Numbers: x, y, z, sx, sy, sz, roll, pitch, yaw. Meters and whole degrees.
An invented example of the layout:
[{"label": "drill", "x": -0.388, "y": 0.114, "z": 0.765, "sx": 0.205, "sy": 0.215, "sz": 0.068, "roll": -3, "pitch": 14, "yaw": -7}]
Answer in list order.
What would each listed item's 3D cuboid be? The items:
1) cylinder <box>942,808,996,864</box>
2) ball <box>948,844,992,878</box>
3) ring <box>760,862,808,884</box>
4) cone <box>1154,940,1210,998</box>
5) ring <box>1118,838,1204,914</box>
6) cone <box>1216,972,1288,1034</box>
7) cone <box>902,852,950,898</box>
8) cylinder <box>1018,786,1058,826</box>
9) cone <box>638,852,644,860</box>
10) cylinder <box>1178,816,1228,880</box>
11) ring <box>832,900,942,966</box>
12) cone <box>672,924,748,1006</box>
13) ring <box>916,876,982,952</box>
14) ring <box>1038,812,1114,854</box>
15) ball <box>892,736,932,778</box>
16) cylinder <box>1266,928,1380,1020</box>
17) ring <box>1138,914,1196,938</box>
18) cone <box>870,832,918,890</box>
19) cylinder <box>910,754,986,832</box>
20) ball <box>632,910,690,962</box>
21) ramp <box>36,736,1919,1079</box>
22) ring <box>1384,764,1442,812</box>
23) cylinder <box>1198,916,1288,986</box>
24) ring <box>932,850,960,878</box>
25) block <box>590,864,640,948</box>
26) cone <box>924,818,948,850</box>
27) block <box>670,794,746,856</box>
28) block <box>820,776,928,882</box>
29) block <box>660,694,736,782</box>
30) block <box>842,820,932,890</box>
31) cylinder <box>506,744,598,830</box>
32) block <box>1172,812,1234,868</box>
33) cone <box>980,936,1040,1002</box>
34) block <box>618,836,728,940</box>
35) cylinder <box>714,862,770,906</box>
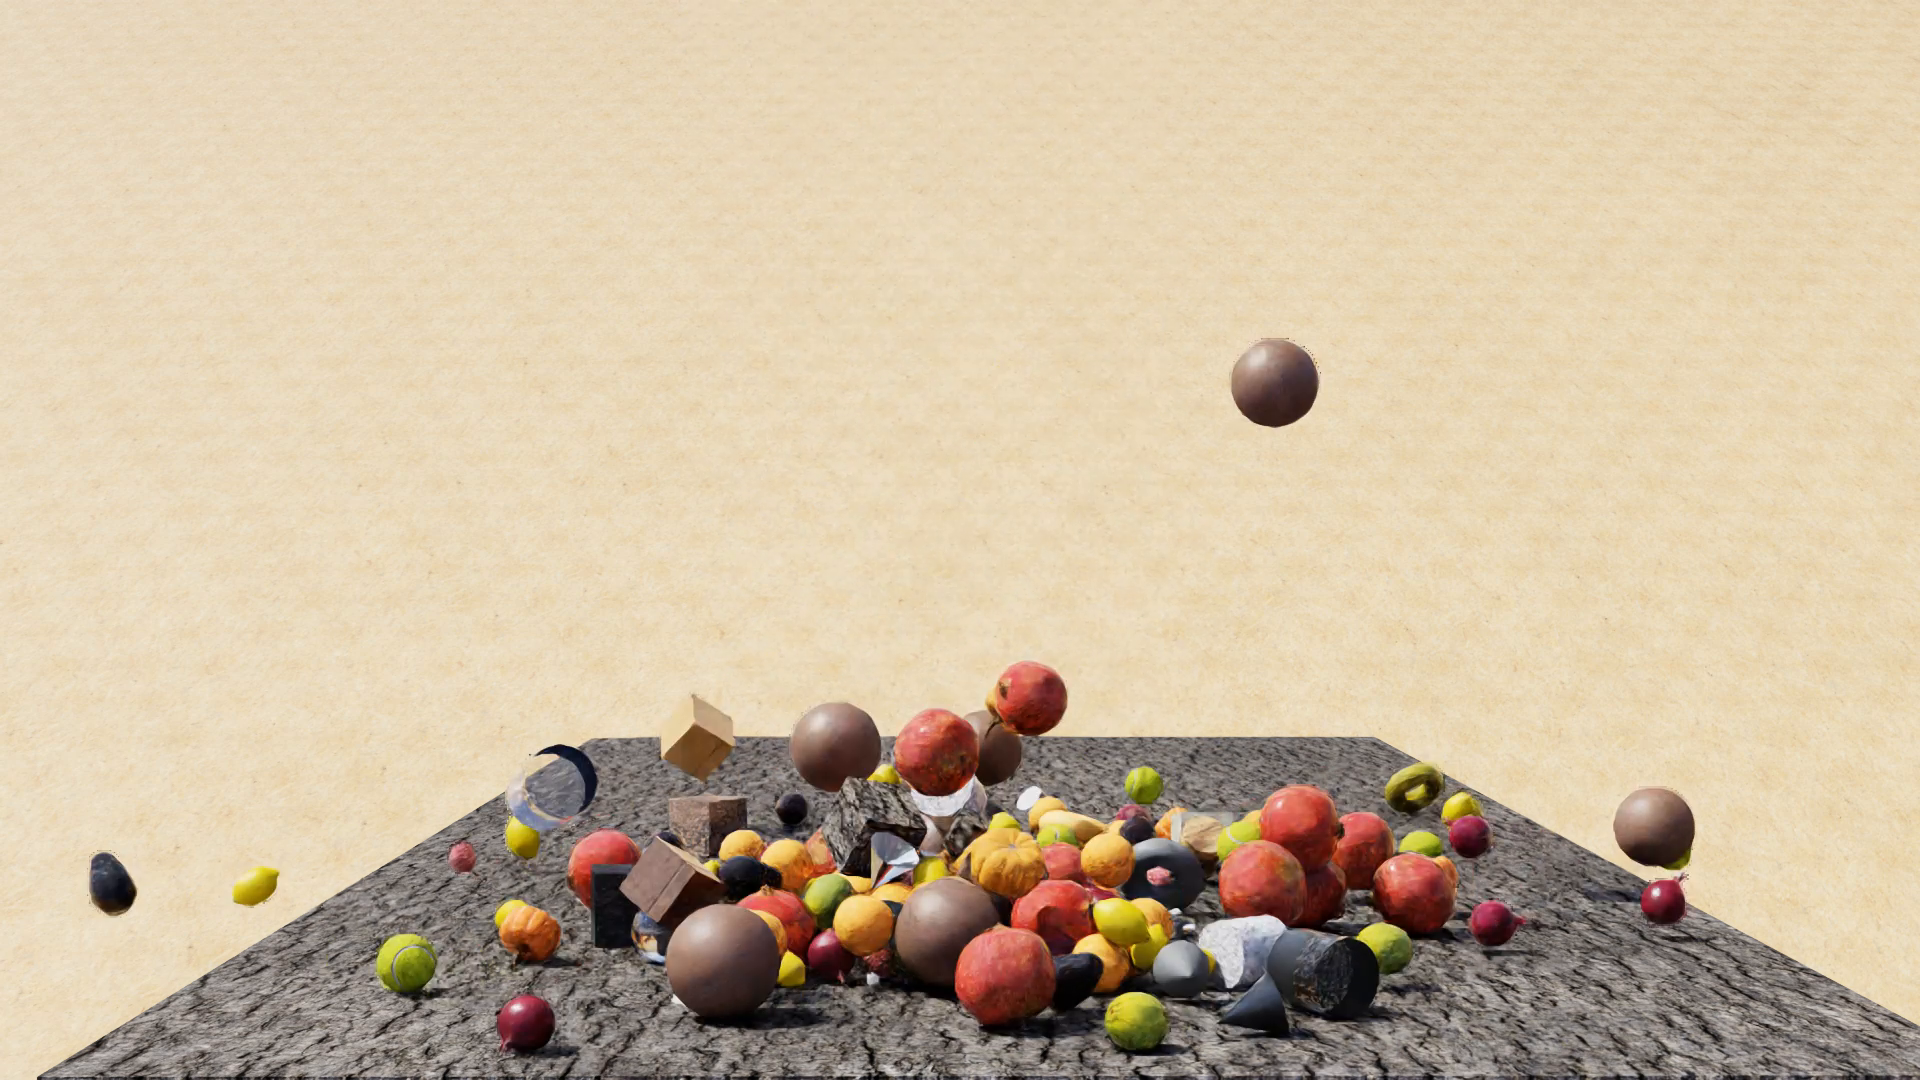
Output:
[{"label": "cylinder", "x": 0.012, "y": 0.429, "z": 3.742, "sx": 0.057, "sy": 0.057, "sz": 0.057, "roll": 27, "pitch": 12, "yaw": -6}, {"label": "ball", "x": 0.016, "y": 0.488, "z": 3.996, "sx": 0.067, "sy": 0.067, "sz": 0.067, "roll": 0, "pitch": 28, "yaw": 0}, {"label": "ring", "x": -0.274, "y": 0.517, "z": 4.007, "sx": 0.079, "sy": 0.026, "sz": 0.079, "roll": 1, "pitch": 0, "yaw": 0}, {"label": "cone", "x": 0.261, "y": 0.501, "z": 2.986, "sx": 0.067, "sy": 0.067, "sz": 0.067, "roll": -2, "pitch": -2, "yaw": -4}, {"label": "ring", "x": 0.285, "y": 0.478, "z": 3.670, "sx": 0.122, "sy": 0.122, "sz": 0.041, "roll": 4, "pitch": 28, "yaw": 7}, {"label": "cone", "x": 0.313, "y": 0.516, "z": 2.820, "sx": 0.071, "sy": 0.071, "sz": 0.071, "roll": -17, "pitch": 31, "yaw": -6}, {"label": "cone", "x": -0.063, "y": 0.513, "z": 3.849, "sx": 0.078, "sy": 0.078, "sz": 0.078, "roll": 11, "pitch": 60, "yaw": -19}, {"label": "cylinder", "x": 0.141, "y": 0.482, "z": 4.680, "sx": 0.052, "sy": 0.052, "sz": 0.052, "roll": -32, "pitch": 32, "yaw": 23}, {"label": "cone", "x": -0.448, "y": 0.511, "z": 3.784, "sx": 0.092, "sy": 0.092, "sz": 0.092, "roll": 8, "pitch": 23, "yaw": 14}, {"label": "cylinder", "x": 0.369, "y": 0.474, "z": 3.972, "sx": 0.070, "sy": 0.070, "sz": 0.070, "roll": 7, "pitch": 46, "yaw": -7}, {"label": "ring", "x": -0.090, "y": 0.489, "z": 3.210, "sx": 0.139, "sy": 0.139, "sz": 0.046, "roll": 5, "pitch": 59, "yaw": 9}, {"label": "cone", "x": -0.294, "y": 0.494, "z": 3.031, "sx": 0.090, "sy": 0.090, "sz": 0.090, "roll": 0, "pitch": 1, "yaw": 0}, {"label": "ring", "x": -0.015, "y": 0.481, "z": 3.329, "sx": 0.098, "sy": 0.098, "sz": 0.033, "roll": 23, "pitch": -5, "yaw": 36}, {"label": "ring", "x": 0.195, "y": 0.489, "z": 4.322, "sx": 0.130, "sy": 0.130, "sz": 0.043, "roll": 11, "pitch": 72, "yaw": 19}, {"label": "ball", "x": -0.079, "y": 0.353, "z": 4.214, "sx": 0.067, "sy": 0.067, "sz": 0.067, "roll": 0, "pitch": 28, "yaw": 0}, {"label": "cylinder", "x": 0.413, "y": 0.493, "z": 2.947, "sx": 0.091, "sy": 0.091, "sz": 0.091, "roll": -16, "pitch": 8, "yaw": -28}, {"label": "ring", "x": 0.279, "y": 0.521, "z": 3.488, "sx": 0.078, "sy": 0.026, "sz": 0.078, "roll": 0, "pitch": -1, "yaw": 0}, {"label": "cone", "x": -0.096, "y": 0.411, "z": 3.213, "sx": 0.067, "sy": 0.067, "sz": 0.067, "roll": 24, "pitch": 25, "yaw": -12}, {"label": "cylinder", "x": -0.017, "y": 0.375, "z": 3.820, "sx": 0.094, "sy": 0.094, "sz": 0.094, "roll": -5, "pitch": 68, "yaw": 12}, {"label": "ball", "x": -0.379, "y": 0.498, "z": 3.286, "sx": 0.078, "sy": 0.078, "sz": 0.078, "roll": 0, "pitch": 28, "yaw": 0}, {"label": "ramp", "x": 0.064, "y": 0.573, "z": 4.616, "sx": 2.000, "sy": 0.100, "sz": 4.000, "roll": 0, "pitch": 1, "yaw": 0}, {"label": "ring", "x": 0.858, "y": 0.469, "z": 4.884, "sx": 0.117, "sy": 0.117, "sz": 0.039, "roll": -8, "pitch": 45, "yaw": -15}, {"label": "cylinder", "x": 0.344, "y": 0.497, "z": 3.117, "sx": 0.082, "sy": 0.082, "sz": 0.082, "roll": 11, "pitch": 19, "yaw": -35}, {"label": "ring", "x": -0.041, "y": 0.510, "z": 4.055, "sx": 0.115, "sy": 0.038, "sz": 0.115, "roll": -1, "pitch": 1, "yaw": 0}, {"label": "block", "x": -0.441, "y": 0.487, "z": 3.445, "sx": 0.097, "sy": 0.097, "sz": 0.097, "roll": 0, "pitch": 1, "yaw": -12}, {"label": "cone", "x": -0.053, "y": 0.509, "z": 4.215, "sx": 0.083, "sy": 0.083, "sz": 0.083, "roll": 6, "pitch": 24, "yaw": 11}, {"label": "block", "x": -0.424, "y": 0.480, "z": 4.352, "sx": 0.091, "sy": 0.091, "sz": 0.091, "roll": 0, "pitch": 0, "yaw": 37}, {"label": "block", "x": -0.114, "y": 0.384, "z": 3.428, "sx": 0.092, "sy": 0.092, "sz": 0.092, "roll": 12, "pitch": 28, "yaw": -29}, {"label": "block", "x": -0.471, "y": 0.354, "z": 4.628, "sx": 0.092, "sy": 0.092, "sz": 0.092, "roll": 35, "pitch": 20, "yaw": -26}, {"label": "block", "x": -0.111, "y": 0.481, "z": 3.976, "sx": 0.098, "sy": 0.098, "sz": 0.098, "roll": -1, "pitch": 1, "yaw": -45}, {"label": "cylinder", "x": -0.535, "y": 0.325, "z": 3.385, "sx": 0.096, "sy": 0.096, "sz": 0.096, "roll": -16, "pitch": -9, "yaw": -27}, {"label": "block", "x": 0.386, "y": 0.479, "z": 4.123, "sx": 0.084, "sy": 0.084, "sz": 0.084, "roll": 1, "pitch": -8, "yaw": -7}, {"label": "cone", "x": 0.047, "y": 0.483, "z": 2.990, "sx": 0.074, "sy": 0.074, "sz": 0.074, "roll": -15, "pitch": 35, "yaw": 11}, {"label": "block", "x": -0.356, "y": 0.433, "z": 3.217, "sx": 0.080, "sy": 0.080, "sz": 0.080, "roll": 34, "pitch": 86, "yaw": 35}, {"label": "cylinder", "x": -0.320, "y": 0.502, "z": 3.777, "sx": 0.059, "sy": 0.059, "sz": 0.059, "roll": -26, "pitch": 17, "yaw": -39}]
